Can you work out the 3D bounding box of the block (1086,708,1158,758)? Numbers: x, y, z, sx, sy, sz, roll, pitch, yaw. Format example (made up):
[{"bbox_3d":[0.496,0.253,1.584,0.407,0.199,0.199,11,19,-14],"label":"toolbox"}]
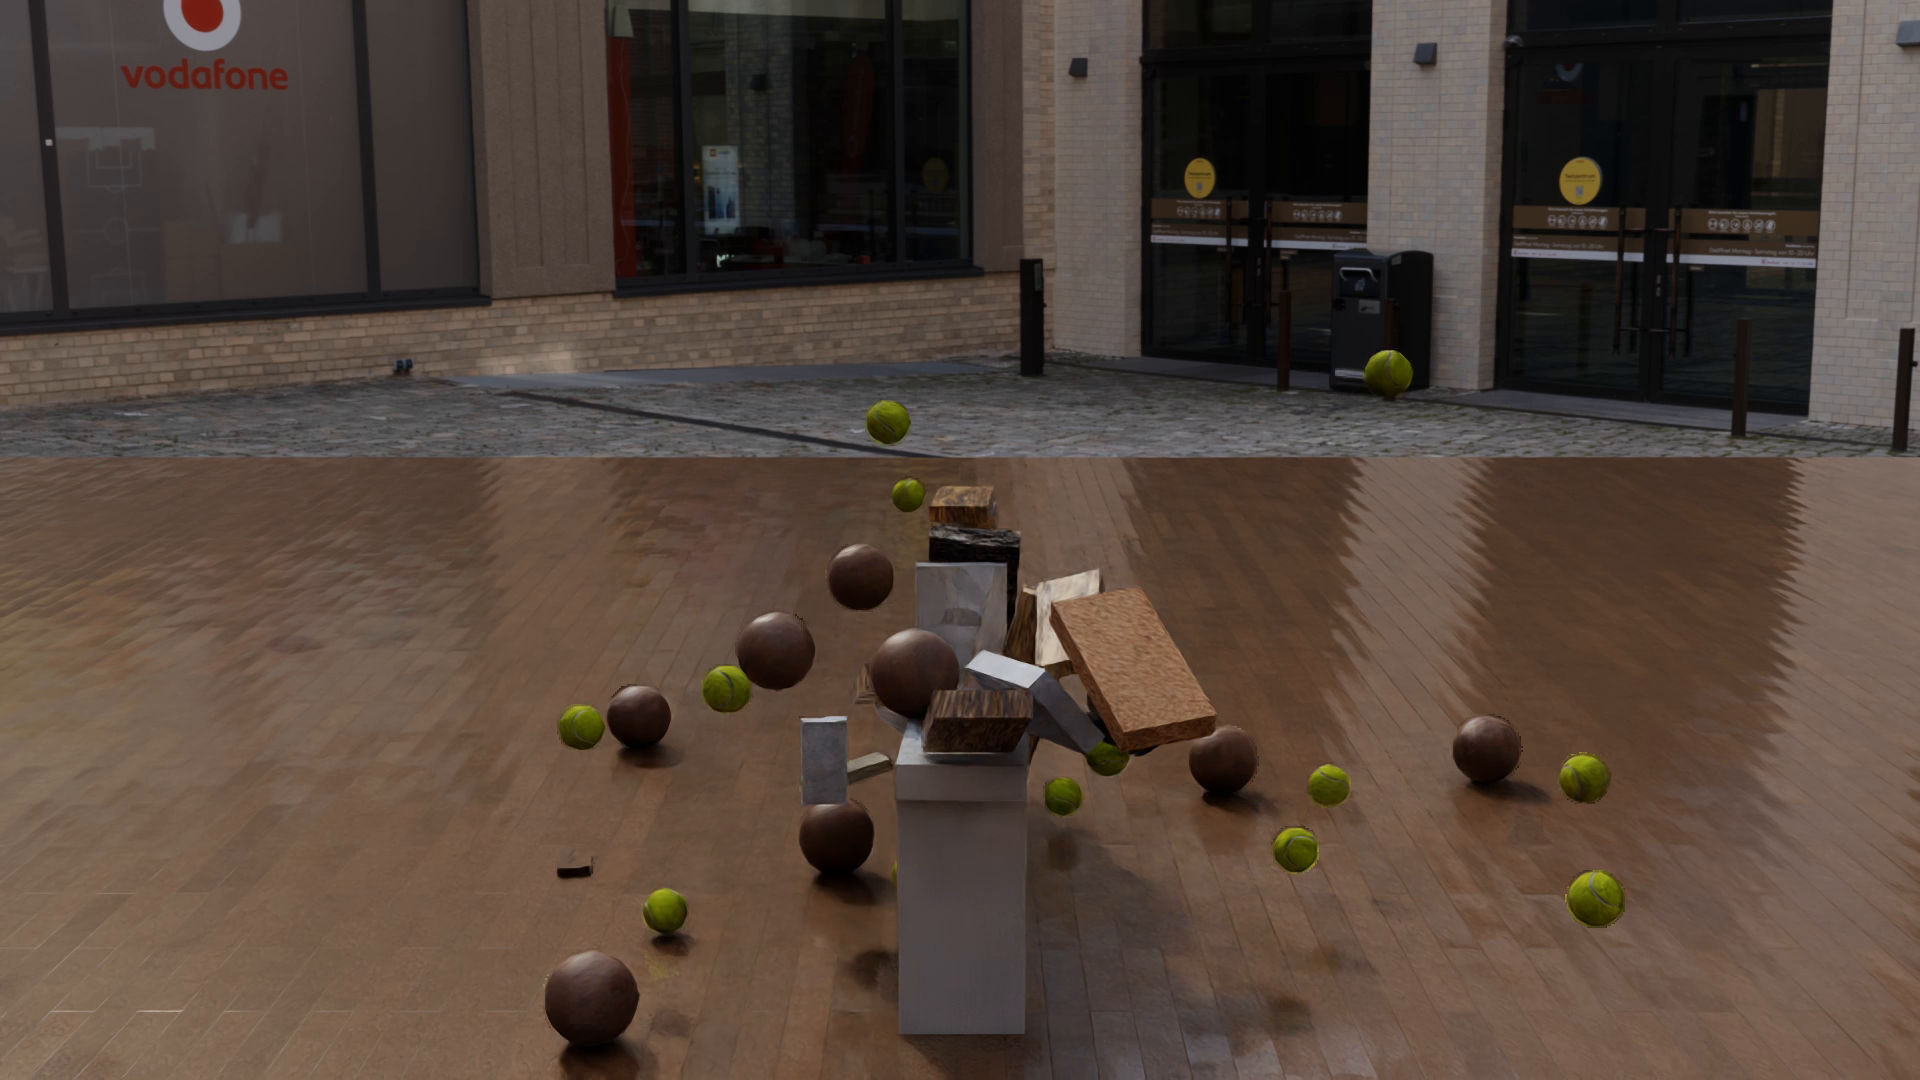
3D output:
[{"bbox_3d":[0.242,0.257,3.079,0.094,0.027,0.189,25,-19,-6],"label":"block"}]

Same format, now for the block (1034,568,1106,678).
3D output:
[{"bbox_3d":[0.159,0.121,3.153,0.095,0.027,0.189,-14,35,14],"label":"block"}]

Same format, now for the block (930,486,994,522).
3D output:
[{"bbox_3d":[0.006,-0.067,4.037,0.103,0.029,0.206,0,12,5],"label":"block"}]

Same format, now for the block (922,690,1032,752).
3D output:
[{"bbox_3d":[0.020,0.242,2.912,0.126,0.036,0.251,0,-16,-5],"label":"block"}]

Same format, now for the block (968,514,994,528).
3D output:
[{"bbox_3d":[0.012,0.045,4.091,0.029,0.206,0.103,15,6,-14],"label":"block"}]

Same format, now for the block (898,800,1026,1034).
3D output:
[{"bbox_3d":[0.002,0.517,3.082,0.178,0.355,0.050,0,13,0],"label":"block"}]

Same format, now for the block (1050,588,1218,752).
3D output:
[{"bbox_3d":[0.218,0.162,2.806,0.126,0.036,0.251,-9,41,-17],"label":"block"}]

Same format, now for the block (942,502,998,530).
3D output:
[{"bbox_3d":[0.014,0.031,4.158,0.103,0.206,0.029,2,5,3],"label":"block"}]

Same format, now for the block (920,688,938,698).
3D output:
[{"bbox_3d":[-0.022,0.307,3.487,0.020,0.140,0.070,-23,20,-34],"label":"block"}]

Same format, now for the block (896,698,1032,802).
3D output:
[{"bbox_3d":[0.010,0.297,3.152,0.178,0.050,0.355,1,10,3],"label":"block"}]

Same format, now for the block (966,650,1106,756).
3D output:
[{"bbox_3d":[0.101,0.221,3.017,0.036,0.126,0.251,-44,15,-12],"label":"block"}]

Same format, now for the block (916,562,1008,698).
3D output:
[{"bbox_3d":[0.002,0.200,3.588,0.148,0.325,0.042,0,7,-2],"label":"block"}]

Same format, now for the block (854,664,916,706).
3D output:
[{"bbox_3d":[-0.024,0.251,3.728,0.295,0.042,0.148,3,-14,-9],"label":"block"}]

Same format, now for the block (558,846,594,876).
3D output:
[{"bbox_3d":[-0.665,0.556,3.807,0.054,0.015,0.109,-1,11,-6],"label":"block"}]

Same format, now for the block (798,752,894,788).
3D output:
[{"bbox_3d":[-0.185,0.380,3.571,0.139,0.020,0.070,-16,9,-19],"label":"block"}]

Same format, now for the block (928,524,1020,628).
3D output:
[{"bbox_3d":[0.019,0.107,3.682,0.148,0.295,0.042,4,40,2],"label":"block"}]

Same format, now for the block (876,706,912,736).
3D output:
[{"bbox_3d":[-0.051,0.310,3.796,0.116,0.033,0.232,-6,14,-22],"label":"block"}]

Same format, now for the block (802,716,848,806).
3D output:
[{"bbox_3d":[-0.213,0.348,3.467,0.070,0.140,0.020,-2,16,-8],"label":"block"}]

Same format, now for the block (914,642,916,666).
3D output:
[{"bbox_3d":[0.000,0.179,4.062,0.155,0.044,0.310,0,11,1],"label":"block"}]

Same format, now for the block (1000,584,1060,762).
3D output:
[{"bbox_3d":[0.074,0.289,3.355,0.095,0.472,0.027,16,24,-4],"label":"block"}]

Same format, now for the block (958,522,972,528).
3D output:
[{"bbox_3d":[-0.019,0.006,4.044,0.015,0.109,0.054,38,48,-2],"label":"block"}]
